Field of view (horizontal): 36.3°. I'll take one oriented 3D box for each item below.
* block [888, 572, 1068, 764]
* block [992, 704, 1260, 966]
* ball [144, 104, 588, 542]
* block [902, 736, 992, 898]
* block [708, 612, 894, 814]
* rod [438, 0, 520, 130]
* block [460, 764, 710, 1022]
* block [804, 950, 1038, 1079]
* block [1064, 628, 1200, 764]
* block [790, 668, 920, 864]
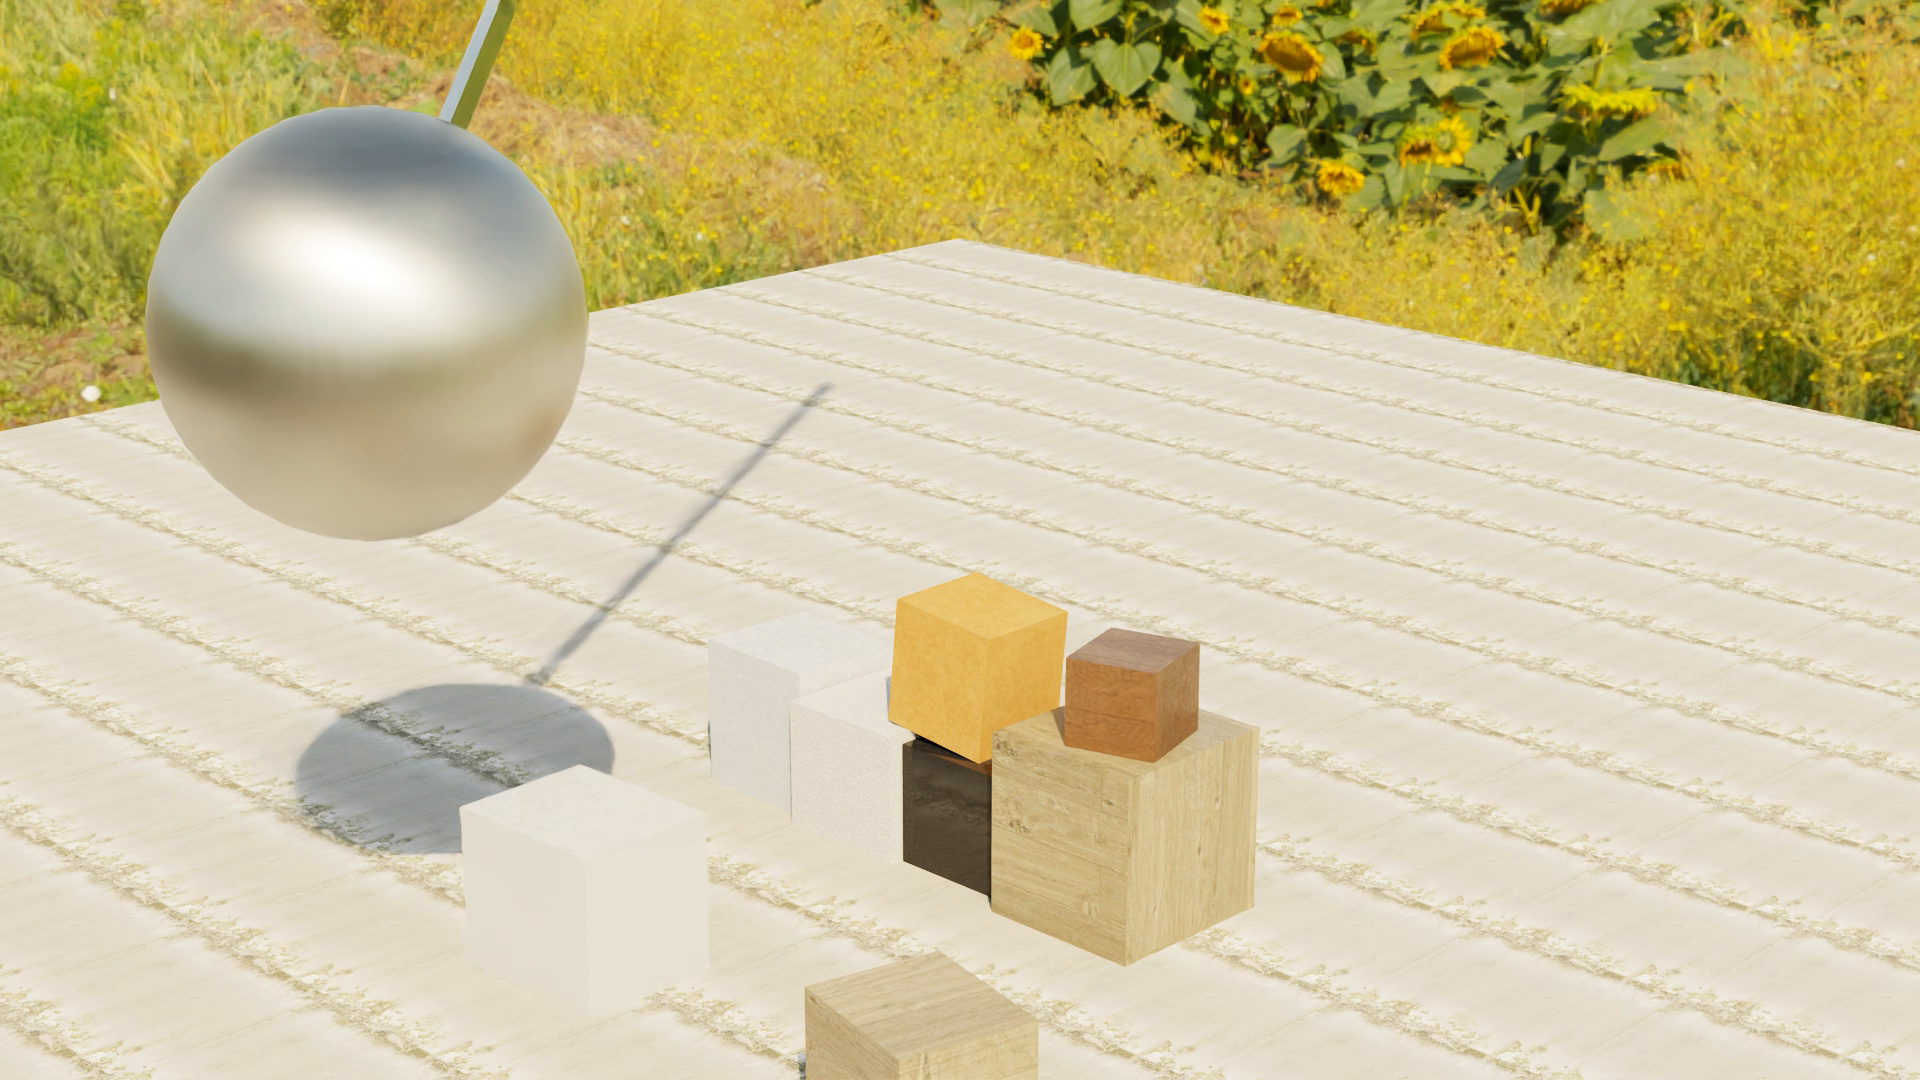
[{"bbox_3d":[0.080,0.578,13.437,0.574,0.610,0.528,23,28,38],"label":"block"},{"bbox_3d":[0.727,1.240,12.967,0.798,0.858,0.862,17,24,42],"label":"block"},{"bbox_3d":[-2.176,-0.795,10.810,1.600,1.600,1.600,0,17,0],"label":"ball"},{"bbox_3d":[0.205,1.212,13.512,0.659,0.585,0.666,-17,24,-42],"label":"block"},{"bbox_3d":[-0.774,0.847,14.420,0.614,0.738,0.687,-16,23,-41],"label":"block"},{"bbox_3d":[-0.943,-3.949,11.112,0.080,5.200,0.080,17,-7,42],"label":"rod"},{"bbox_3d":[-1.587,1.480,12.426,0.806,0.725,0.658,16,23,41],"label":"block"},{"bbox_3d":[-0.147,2.007,10.931,0.592,0.617,0.694,-11,20,-30],"label":"block"},{"bbox_3d":[0.747,0.667,12.688,0.427,0.404,0.453,9,20,27],"label":"block"},{"bbox_3d":[-0.280,1.047,13.961,0.798,0.632,0.677,-17,24,-42],"label":"block"}]
